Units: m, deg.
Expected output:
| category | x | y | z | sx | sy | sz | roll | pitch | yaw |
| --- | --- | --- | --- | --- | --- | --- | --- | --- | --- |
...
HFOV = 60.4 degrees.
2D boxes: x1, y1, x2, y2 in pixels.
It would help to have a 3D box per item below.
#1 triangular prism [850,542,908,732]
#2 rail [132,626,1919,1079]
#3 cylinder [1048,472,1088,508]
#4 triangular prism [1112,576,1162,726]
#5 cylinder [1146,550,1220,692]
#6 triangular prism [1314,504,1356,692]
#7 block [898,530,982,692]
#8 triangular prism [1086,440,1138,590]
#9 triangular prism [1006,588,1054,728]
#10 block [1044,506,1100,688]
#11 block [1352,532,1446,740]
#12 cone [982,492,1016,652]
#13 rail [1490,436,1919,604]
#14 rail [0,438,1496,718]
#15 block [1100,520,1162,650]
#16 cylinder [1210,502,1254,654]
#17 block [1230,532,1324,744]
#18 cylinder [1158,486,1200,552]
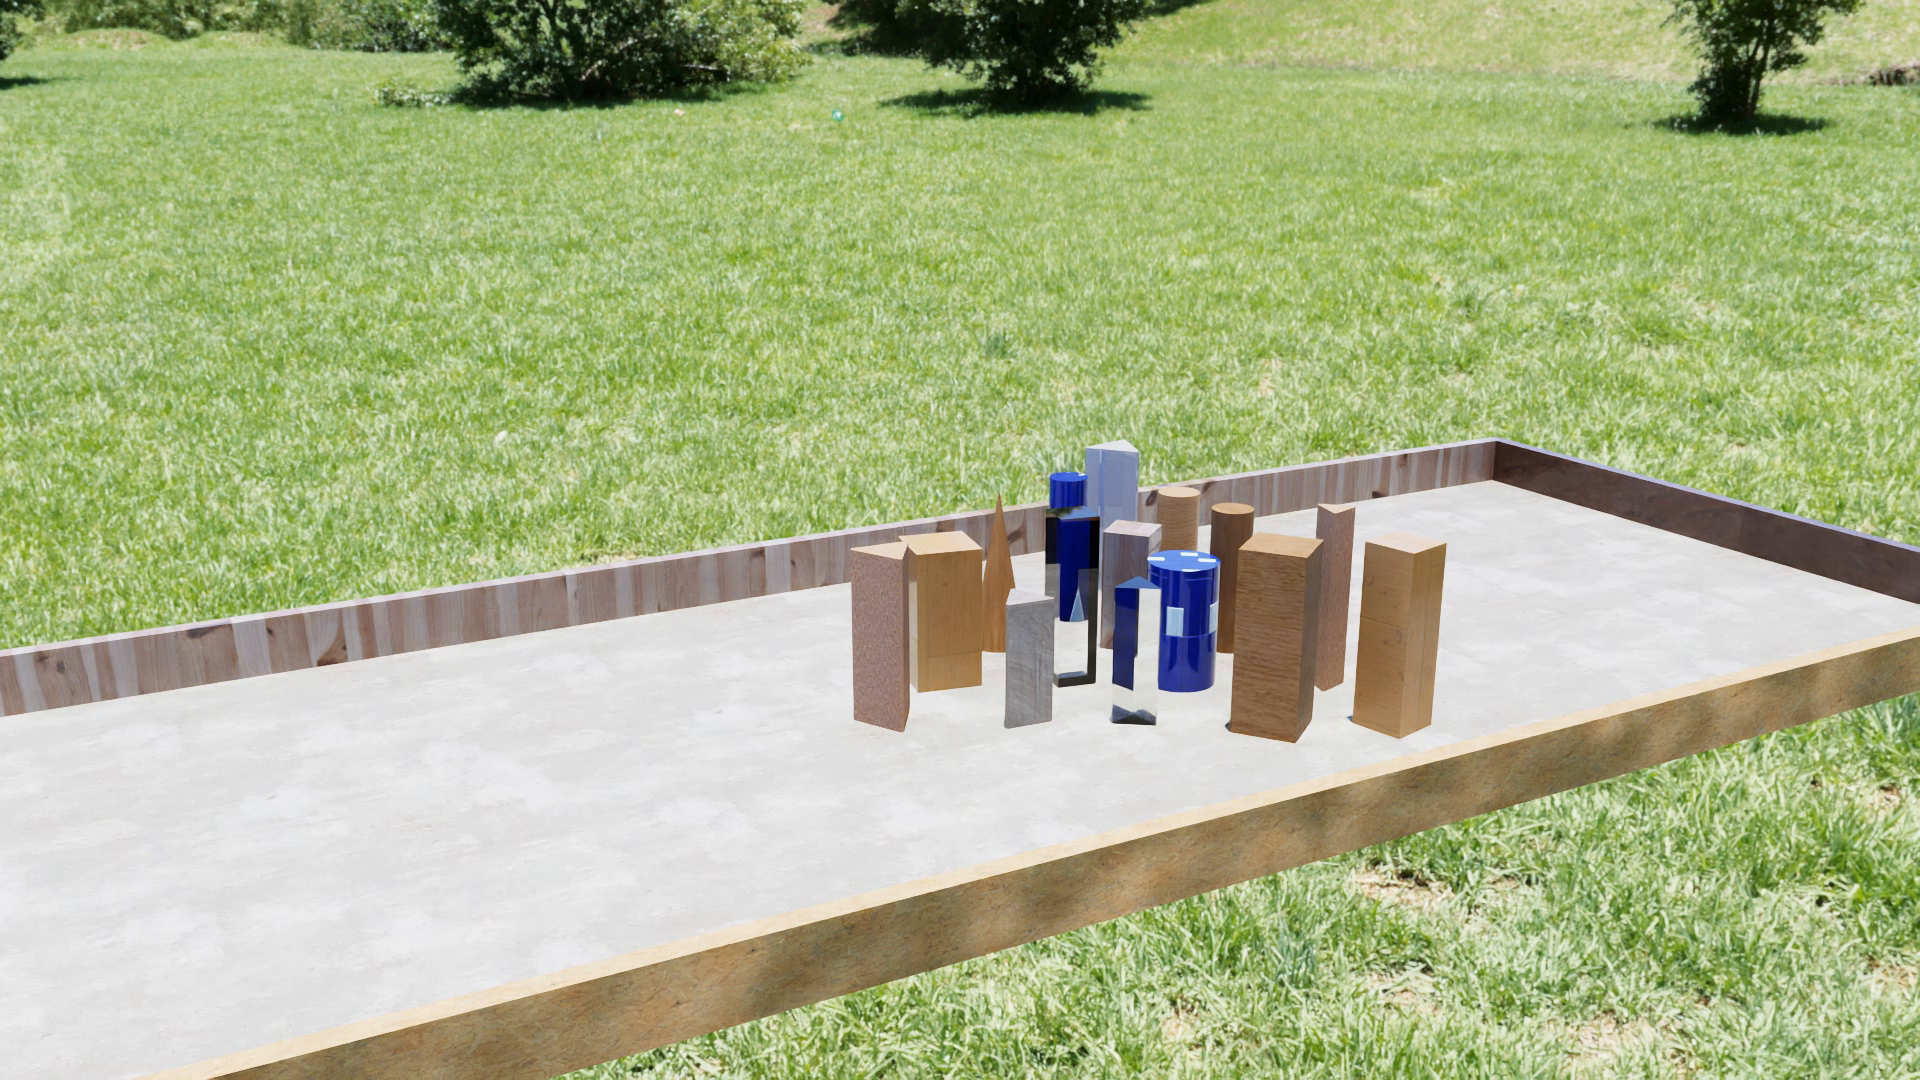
| category | x | y | z | sx | sy | sz | roll | pitch | yaw |
| --- | --- | --- | --- | --- | --- | --- | --- | --- | --- |
| triangular prism | -0.158 | 0.219 | 3.861 | 0.143 | 0.421 | 0.124 | 11 | 20 | 33 |
| rail | -2.336 | 1.006 | 1.665 | 12.000 | 0.150 | 0.050 | -9 | 18 | -27 |
| cylinder | 0.300 | 0.014 | 4.610 | 0.106 | 0.393 | 0.106 | 0 | 16 | 0 |
| triangular prism | 0.414 | 0.259 | 3.876 | 0.106 | 0.337 | 0.091 | 2 | 16 | 7 |
| cylinder | 0.553 | 0.201 | 4.113 | 0.179 | 0.315 | 0.179 | 0 | 16 | 0 |
| triangular prism | 0.903 | 0.139 | 4.071 | 0.089 | 0.457 | 0.077 | -16 | 22 | -42 |
| block | -0.050 | 0.177 | 4.119 | 0.167 | 0.357 | 0.167 | -5 | 17 | -17 |
| triangular prism | 0.459 | -0.073 | 4.847 | 0.156 | 0.426 | 0.135 | 6 | 17 | 20 |
| triangular prism | 0.143 | 0.274 | 3.880 | 0.120 | 0.305 | 0.104 | -7 | 18 | -22 |
| block | 0.276 | 0.141 | 4.102 | 0.102 | 0.435 | 0.102 | -5 | 17 | -17 |
| block | 1.016 | 0.219 | 3.819 | 0.130 | 0.447 | 0.130 | -14 | 21 | -40 |
| cone | 0.102 | 0.073 | 4.352 | 0.144 | 0.424 | 0.144 | 0 | 16 | 0 |
| rail | 2.466 | -0.048 | 5.253 | 0.050 | 0.150 | 2.100 | -9 | 18 | -27 |
| rail | -3.305 | 0.497 | 3.399 | 12.000 | 0.150 | 0.050 | -9 | 18 | -27 |
| block | 0.452 | 0.123 | 4.366 | 0.124 | 0.321 | 0.124 | 7 | 18 | 21 |
| cylinder | 0.709 | 0.101 | 4.336 | 0.110 | 0.381 | 0.110 | 0 | 16 | 0 |
| block | 0.730 | 0.223 | 3.807 | 0.156 | 0.444 | 0.156 | 8 | 18 | 24 |
| cylinder | 0.599 | 0.043 | 4.562 | 0.113 | 0.364 | 0.113 | 0 | 16 | 0 |
